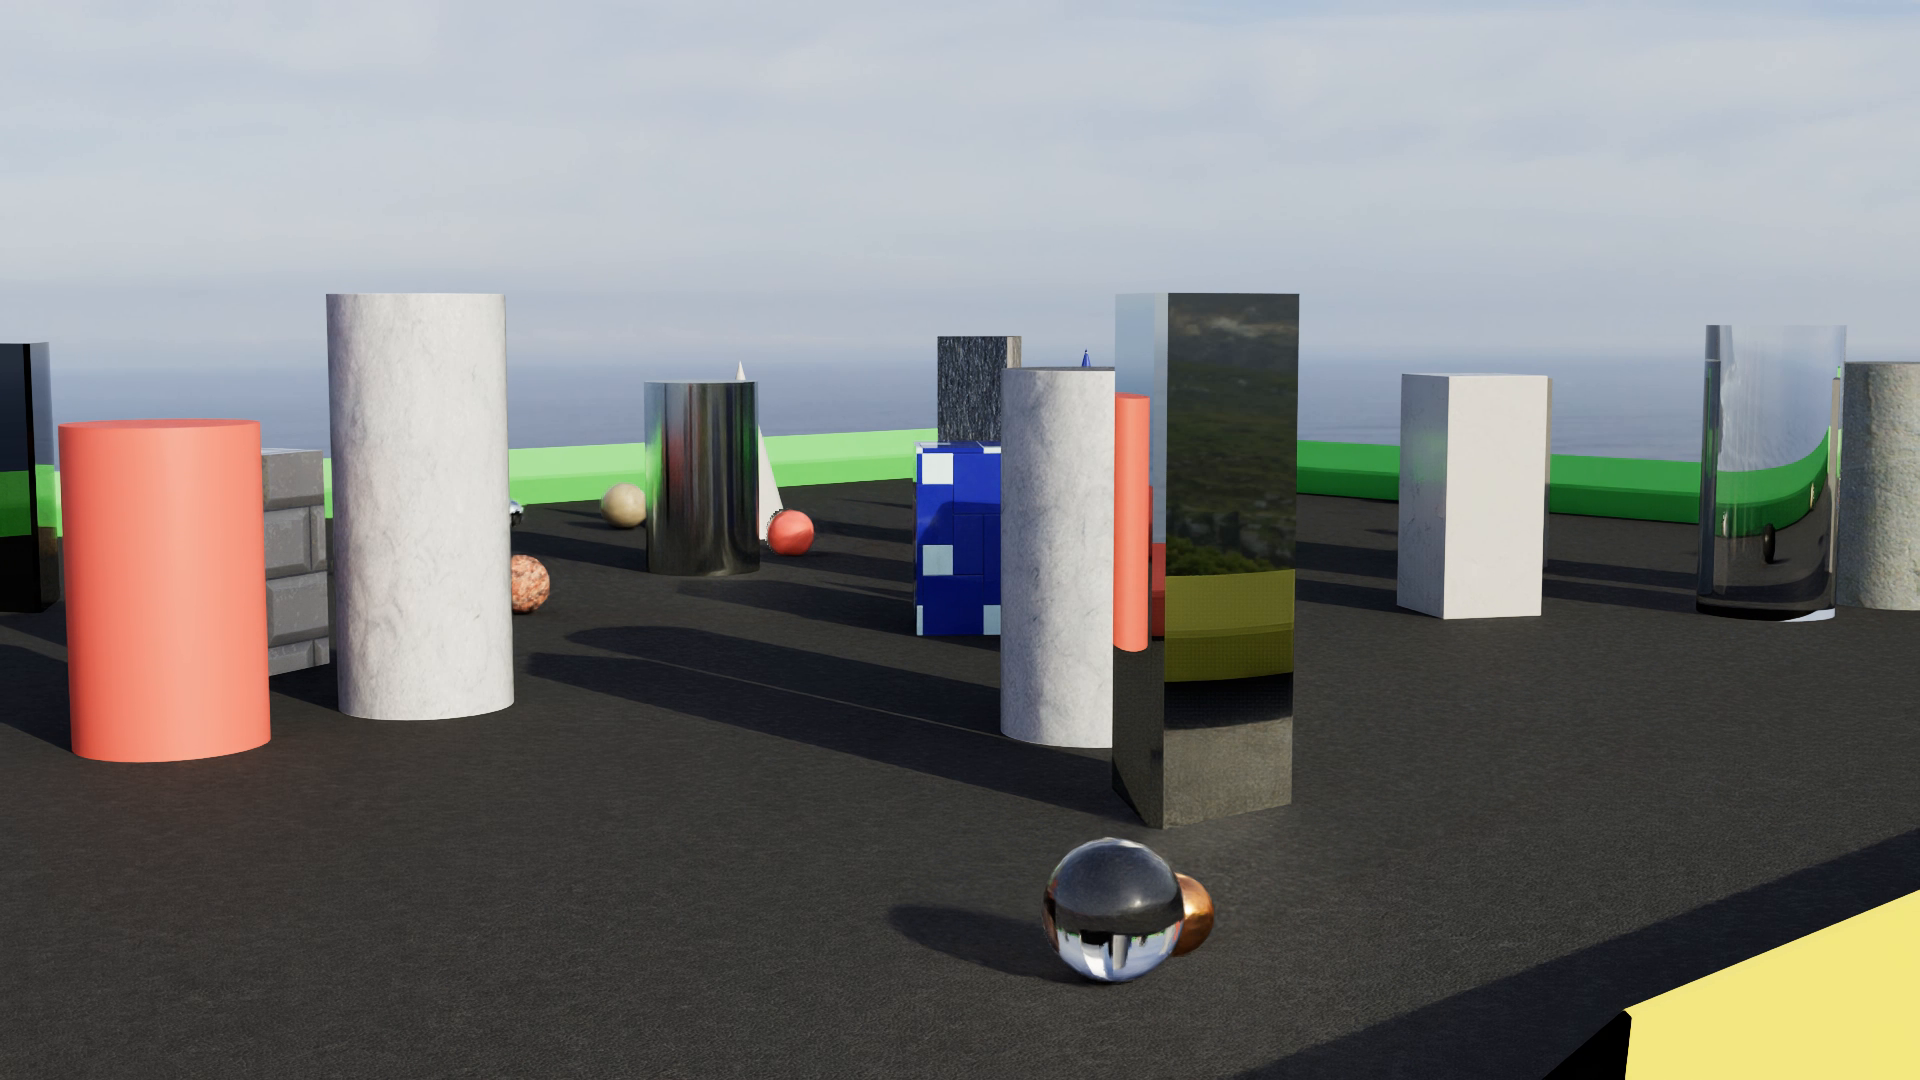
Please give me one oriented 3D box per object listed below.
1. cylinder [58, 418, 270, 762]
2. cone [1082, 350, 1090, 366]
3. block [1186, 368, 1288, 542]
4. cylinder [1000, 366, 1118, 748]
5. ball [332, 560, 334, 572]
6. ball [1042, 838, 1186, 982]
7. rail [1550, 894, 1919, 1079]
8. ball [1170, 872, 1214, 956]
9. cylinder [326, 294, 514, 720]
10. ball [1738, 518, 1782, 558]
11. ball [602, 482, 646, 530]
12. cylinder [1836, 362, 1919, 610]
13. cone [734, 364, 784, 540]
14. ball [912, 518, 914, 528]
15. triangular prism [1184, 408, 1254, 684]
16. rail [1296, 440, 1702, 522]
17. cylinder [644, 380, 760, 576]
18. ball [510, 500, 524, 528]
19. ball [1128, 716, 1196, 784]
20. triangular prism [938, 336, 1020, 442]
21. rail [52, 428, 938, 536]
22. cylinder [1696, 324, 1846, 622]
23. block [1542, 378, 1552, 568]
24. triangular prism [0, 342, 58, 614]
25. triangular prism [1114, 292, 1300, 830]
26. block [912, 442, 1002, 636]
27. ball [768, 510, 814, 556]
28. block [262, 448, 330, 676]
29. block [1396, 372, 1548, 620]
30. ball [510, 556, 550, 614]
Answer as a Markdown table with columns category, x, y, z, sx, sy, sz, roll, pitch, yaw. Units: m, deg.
| category | x | y | z | sx | sy | sz | roll | pitch | yaw |
| --- | --- | --- | --- | --- | --- | --- | --- | --- | --- |
| cylinder | -0.811 | 0.045 | 2.247 | 0.193 | 0.329 | 0.193 | 0 | 6 | 0 |
| cone | 0.259 | -0.213 | 4.525 | 0.193 | 0.367 | 0.193 | 0 | 6 | 0 |
| block | 0.521 | -0.166 | 4.257 | 0.155 | 0.330 | 0.155 | -4 | 7 | -35 |
| cylinder | 0.139 | 0.011 | 2.316 | 0.193 | 0.382 | 0.193 | 0 | 6 | 0 |
| ball | -1.021 | 0.043 | 3.647 | 0.042 | 0.042 | 0.042 | 0 | 6 | 0 |
| ball | 0.102 | 0.245 | 1.460 | 0.095 | 0.095 | 0.095 | 0 | 6 | 0 |
| rail | 1.290 | 0.179 | 1.942 | 3.961 | 0.126 | 0.045 | -6 | 8 | -42 |
| ball | 0.147 | 0.259 | 1.520 | 0.057 | 0.057 | 0.057 | 0 | 6 | 0 |
| cylinder | -0.603 | -0.044 | 2.462 | 0.193 | 0.461 | 0.193 | 0 | 6 | 0 |
| ball | 1.430 | -0.002 | 3.932 | 0.071 | 0.071 | 0.071 | 0 | 6 | 0 |
| ball | -0.680 | -0.069 | 4.462 | 0.094 | 0.094 | 0.094 | 0 | 6 | 0 |
| cylinder | 1.419 | -0.087 | 3.340 | 0.193 | 0.364 | 0.193 | 0 | 6 | 0 |
| cone | -0.432 | -0.182 | 4.337 | 0.193 | 0.345 | 0.193 | 0 | 6 | 0 |
| ball | -0.072 | -0.034 | 4.357 | 0.047 | 0.047 | 0.047 | 0 | 6 | 0 |
| triangular prism | 0.256 | 0.000 | 2.708 | 0.145 | 0.323 | 0.167 | 4 | 7 | 33 |
| rail | 1.438 | -0.106 | 4.652 | 0.045 | 0.126 | 3.852 | -6 | 8 | -42 |
| cylinder | -0.440 | -0.109 | 3.752 | 0.193 | 0.323 | 0.193 | 0 | 6 | 0 |
| ball | -0.920 | -0.054 | 4.491 | 0.058 | 0.058 | 0.058 | 0 | 6 | 0 |
| ball | 0.191 | 0.197 | 2.071 | 0.063 | 0.063 | 0.063 | 0 | 6 | 0 |
| triangular prism | 0.068 | -0.183 | 4.109 | 0.167 | 0.394 | 0.145 | 5 | 8 | 37 |
| rail | -1.290 | -0.113 | 4.722 | 3.961 | 0.126 | 0.045 | -6 | 8 | -42 |
| cylinder | 1.186 | -0.103 | 3.220 | 0.193 | 0.421 | 0.193 | 0 | 6 | 0 |
| block | 0.909 | -0.115 | 3.789 | 0.155 | 0.326 | 0.155 | 6 | 8 | 42 |
| triangular prism | -1.413 | -0.099 | 3.304 | 0.167 | 0.395 | 0.145 | 2 | 6 | 17 |
| triangular prism | 0.189 | 0.009 | 1.973 | 0.167 | 0.458 | 0.145 | -5 | 8 | -38 |
| block | 0.014 | -0.006 | 3.079 | 0.155 | 0.256 | 0.155 | 0 | 6 | -3 |
| ball | -0.305 | -0.012 | 3.965 | 0.084 | 0.084 | 0.084 | 0 | 6 | 0 |
| block | -0.898 | 0.025 | 2.723 | 0.155 | 0.269 | 0.155 | 3 | 7 | 25 |
| block | 0.753 | -0.069 | 3.244 | 0.155 | 0.349 | 0.155 | -2 | 6 | -14 |
| ball | -0.644 | 0.065 | 3.223 | 0.086 | 0.086 | 0.086 | 0 | 6 | 0 |
